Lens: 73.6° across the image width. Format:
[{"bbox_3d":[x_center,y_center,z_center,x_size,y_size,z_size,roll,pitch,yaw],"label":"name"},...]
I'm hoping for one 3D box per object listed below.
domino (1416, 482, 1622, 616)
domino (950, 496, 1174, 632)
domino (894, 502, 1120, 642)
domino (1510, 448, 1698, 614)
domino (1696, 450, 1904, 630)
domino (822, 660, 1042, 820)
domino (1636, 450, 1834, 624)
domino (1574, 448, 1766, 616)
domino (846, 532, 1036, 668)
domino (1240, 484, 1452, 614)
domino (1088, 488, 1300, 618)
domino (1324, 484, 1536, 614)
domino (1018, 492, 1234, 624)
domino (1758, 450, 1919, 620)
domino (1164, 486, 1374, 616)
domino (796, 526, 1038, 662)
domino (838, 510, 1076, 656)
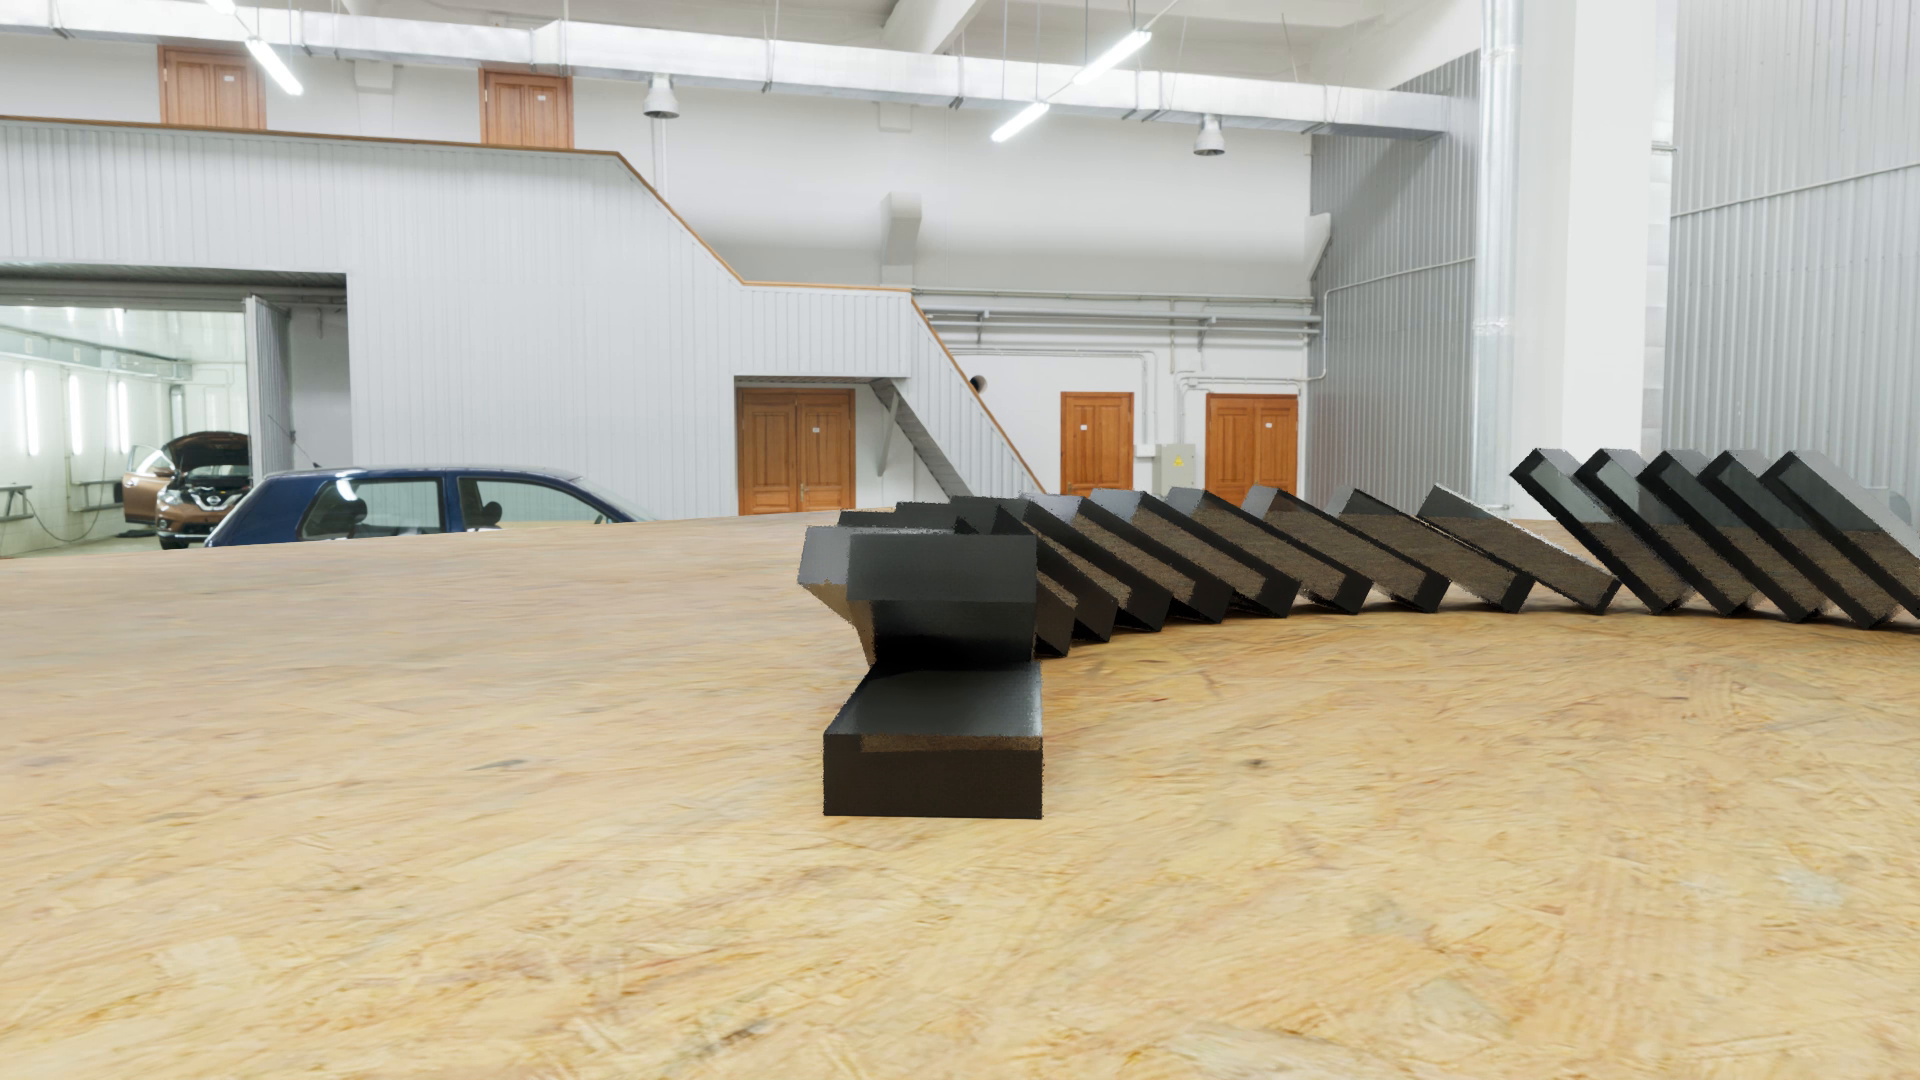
[{"bbox_3d":[0.145,0.001,0.335,0.050,0.009,0.025,31,14,16],"label":"domino"},{"bbox_3d":[0.022,0.006,0.286,0.050,0.009,0.025,31,-16,-37],"label":"domino"},{"bbox_3d":[0.010,0.007,0.265,0.025,0.010,0.050,3,-21,38],"label":"domino"},{"bbox_3d":[0.169,-0.003,0.335,0.025,0.009,0.050,-4,49,-48],"label":"domino"},{"bbox_3d":[0.205,-0.001,0.311,0.025,0.010,0.050,-4,49,-43],"label":"domino"},{"bbox_3d":[-0.002,0.025,0.171,0.025,0.010,0.050,0,4,3],"label":"domino"},{"bbox_3d":[0.197,-0.002,0.322,0.025,0.009,0.050,-4,49,-44],"label":"domino"},{"bbox_3d":[0.184,-0.003,0.330,0.025,0.009,0.050,-3,48,-45],"label":"domino"},{"bbox_3d":[-0.002,0.013,0.194,0.025,0.010,0.050,1,-21,2],"label":"domino"},{"bbox_3d":[0.099,0.002,0.332,0.050,0.009,0.025,27,3,-4],"label":"domino"},{"bbox_3d":[0.056,0.003,0.316,0.050,0.010,0.025,28,-7,-21],"label":"domino"},{"bbox_3d":[0.121,0.002,0.335,0.050,0.009,0.025,28,7,4],"label":"domino"},{"bbox_3d":[0.038,0.004,0.303,0.050,0.009,0.025,29,-11,-29],"label":"domino"},{"bbox_3d":[0.213,0.000,0.299,0.025,0.010,0.050,-4,49,-43],"label":"domino"},{"bbox_3d":[0.077,0.002,0.327,0.050,0.010,0.025,27,-1,-10],"label":"domino"},{"bbox_3d":[-0.006,0.011,0.221,0.025,0.010,0.050,2,-20,20],"label":"domino"},{"bbox_3d":[0.000,0.009,0.245,0.025,0.010,0.050,3,-21,32],"label":"domino"}]
